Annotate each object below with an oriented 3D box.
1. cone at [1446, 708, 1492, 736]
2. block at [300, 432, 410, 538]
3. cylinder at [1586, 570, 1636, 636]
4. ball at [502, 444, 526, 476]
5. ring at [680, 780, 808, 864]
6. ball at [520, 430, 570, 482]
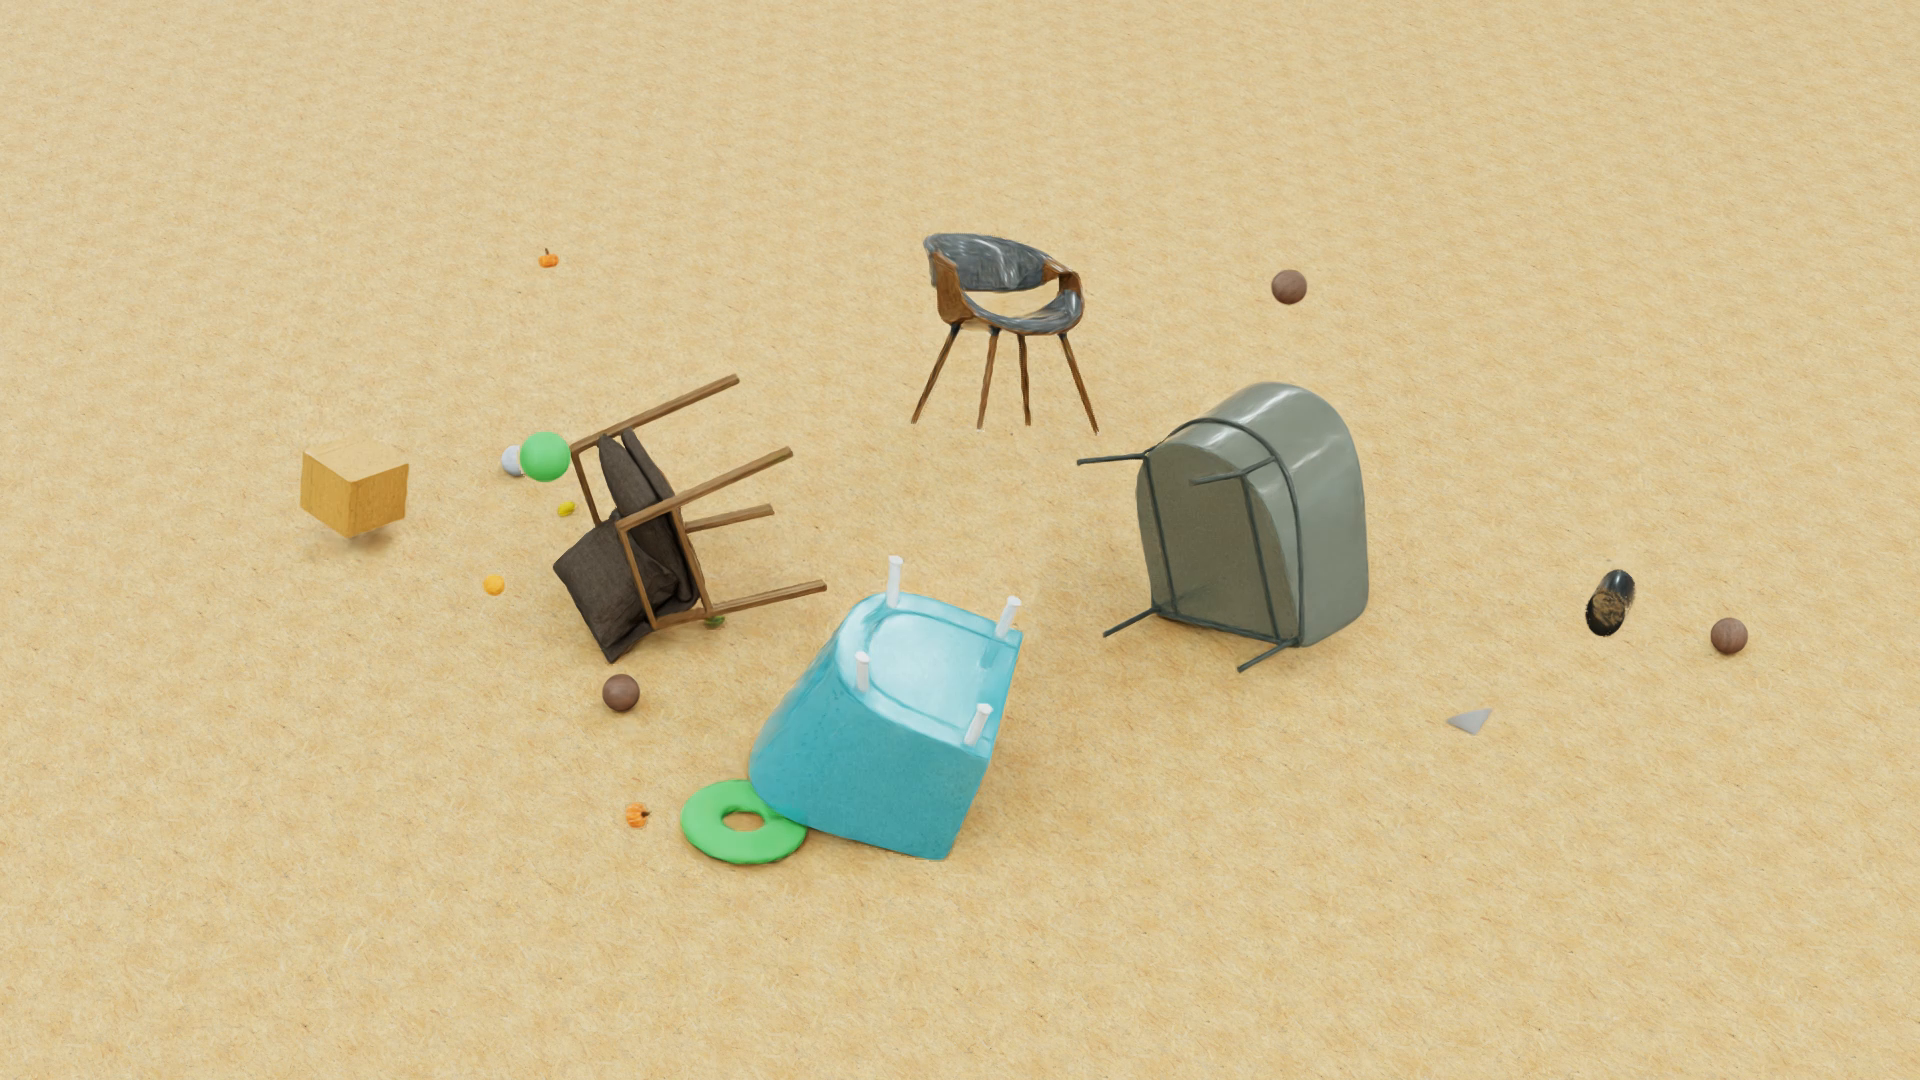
[{"bbox_3d":[1.737,0.630,9.947,0.168,0.114,0.074,-12,73,-7],"label":"cone"},{"bbox_3d":[-2.240,-0.205,10.841,0.273,0.238,0.271,31,35,30],"label":"block"},{"bbox_3d":[2.311,0.224,10.415,0.137,0.210,0.132,22,39,17],"label":"cylinder"},{"bbox_3d":[-1.708,-0.307,11.300,0.121,0.121,0.121,0,33,0],"label":"ball"},{"bbox_3d":[-0.700,0.911,9.495,0.446,0.072,0.384,28,42,37],"label":"ring"},{"bbox_3d":[-1.448,-0.292,10.232,0.178,0.178,0.178,0,33,0],"label":"ball"}]
